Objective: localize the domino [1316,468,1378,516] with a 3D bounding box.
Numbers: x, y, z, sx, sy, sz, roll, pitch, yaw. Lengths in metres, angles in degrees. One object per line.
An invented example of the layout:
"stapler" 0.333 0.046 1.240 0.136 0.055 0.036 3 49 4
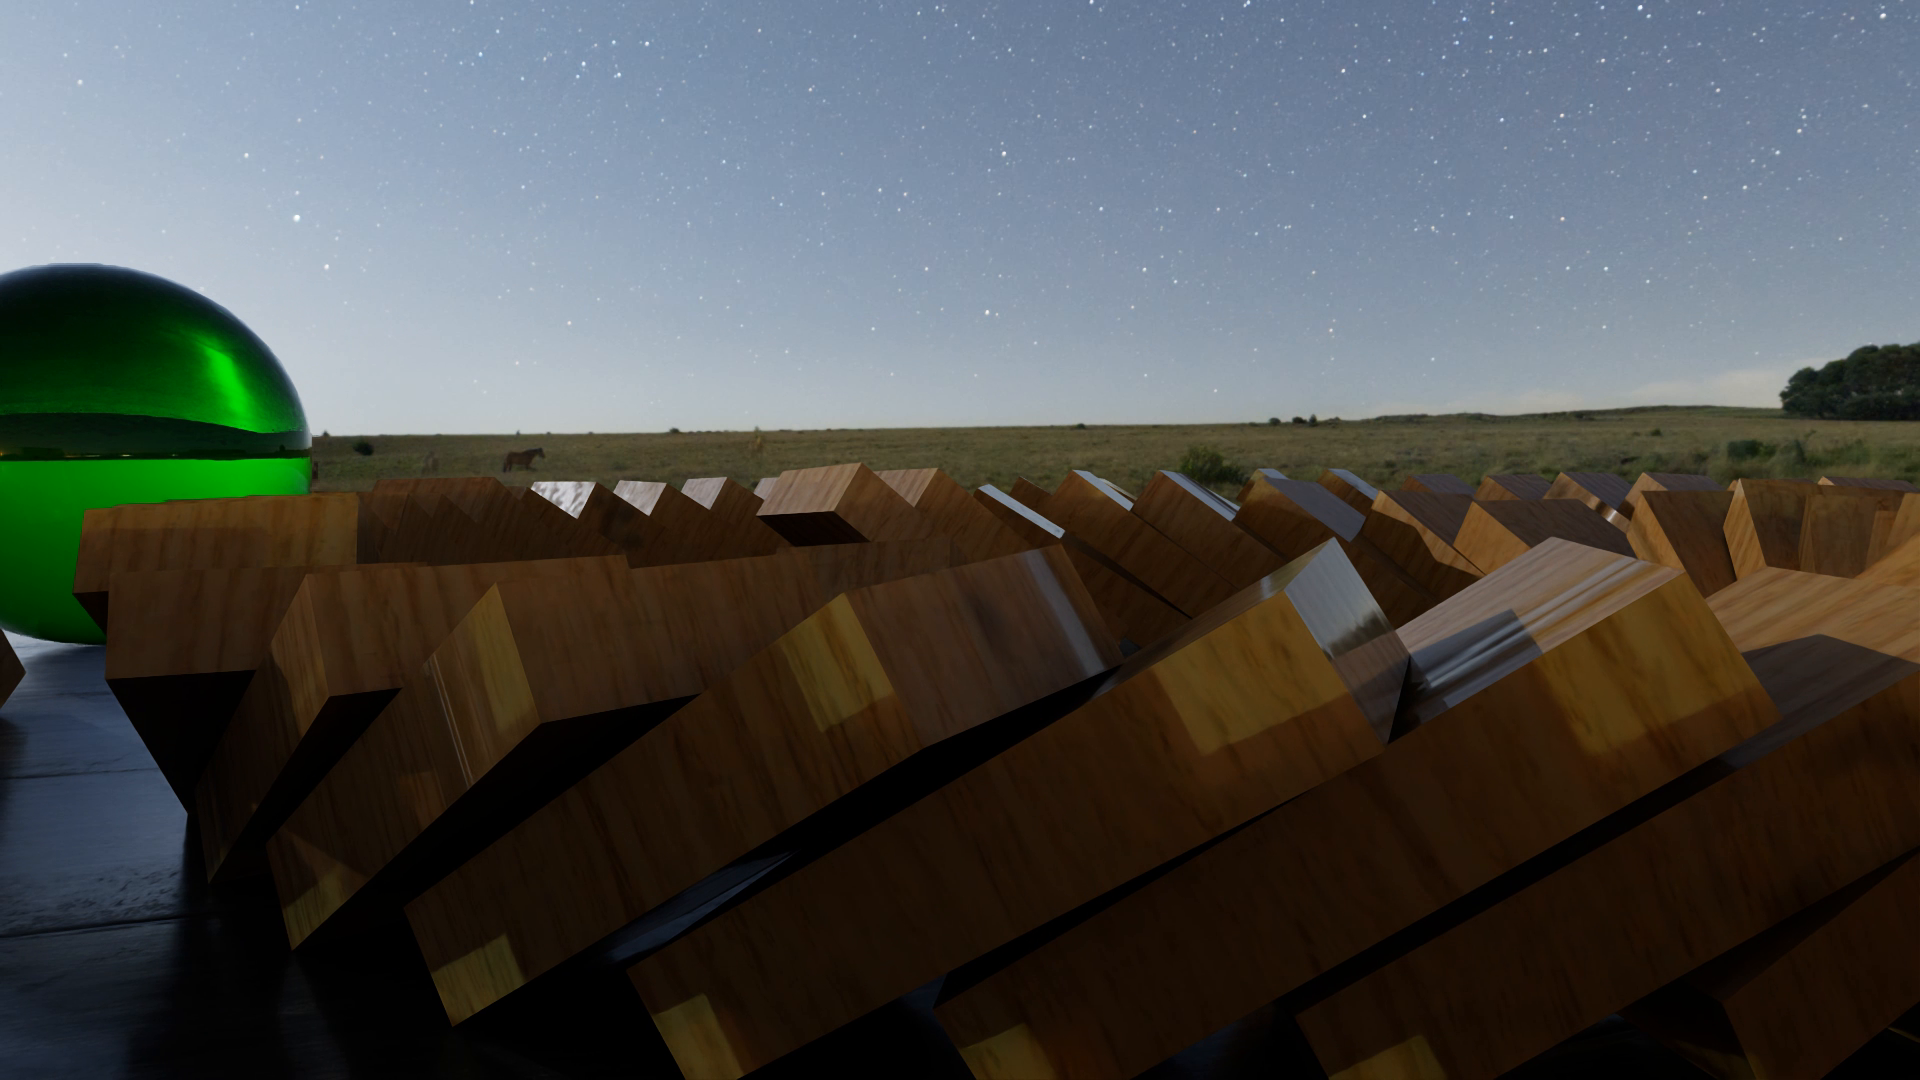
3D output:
"domino" 0.115 0.000 0.329 0.050 0.009 0.025 39 19 22

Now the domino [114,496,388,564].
"domino" -0.086 0.012 0.168 0.025 0.009 0.050 -3 -29 -6

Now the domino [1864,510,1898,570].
"domino" 0.109 0.015 0.135 0.025 0.009 0.050 4 37 40

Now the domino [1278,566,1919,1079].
"domino" 0.044 0.019 0.089 0.050 0.009 0.025 -30 4 1

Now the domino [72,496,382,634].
"domino" -0.079 0.013 0.150 0.025 0.009 0.050 -4 -29 -16

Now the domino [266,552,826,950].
"domino" -0.034 0.018 0.103 0.025 0.010 0.050 -6 -24 -47

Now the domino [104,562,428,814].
"domino" -0.069 0.017 0.134 0.025 0.009 0.050 -2 -23 -24

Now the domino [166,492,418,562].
"domino" -0.090 0.010 0.186 0.025 0.009 0.050 -2 -29 1

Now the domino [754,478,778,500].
"domino" -0.027 0.001 0.319 0.050 0.009 0.025 32 -14 -25

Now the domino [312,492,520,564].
"domino" -0.089 0.008 0.226 0.025 0.009 0.050 1 -28 16

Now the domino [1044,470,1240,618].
"domino" 0.042 0.004 0.258 0.050 0.009 0.025 37 10 10

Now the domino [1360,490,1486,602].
"domino" 0.100 0.008 0.237 0.025 0.010 0.050 1 32 -27

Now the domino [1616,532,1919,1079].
"domino" 0.067 0.018 0.096 0.050 0.009 0.025 -32 14 -8

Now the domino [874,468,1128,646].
"domino" 0.005 0.006 0.236 0.050 0.010 0.025 39 -18 -26

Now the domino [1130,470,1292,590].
"domino" 0.060 0.005 0.255 0.050 0.009 0.025 38 14 18

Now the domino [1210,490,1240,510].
"domino" 0.079 0.001 0.339 0.050 0.009 0.025 31 13 13

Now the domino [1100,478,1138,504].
"domino" 0.057 0.000 0.342 0.050 0.009 0.025 30 8 8

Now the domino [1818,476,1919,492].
"domino" 0.193 0.006 0.250 0.025 0.009 0.050 1 36 -20

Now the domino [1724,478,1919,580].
"domino" 0.124 0.011 0.176 0.025 0.009 0.050 6 39 16

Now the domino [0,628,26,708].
"domino" -0.163 0.005 0.188 0.025 0.050 0.009 0 39 -4

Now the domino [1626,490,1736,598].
"domino" 0.123 0.011 0.193 0.025 0.009 0.050 1 37 7

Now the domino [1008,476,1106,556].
"domino" 0.035 0.000 0.341 0.050 0.010 0.025 30 4 1

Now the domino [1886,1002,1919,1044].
"domino" 0.084 0.018 0.103 0.050 0.009 0.025 -33 14 -12

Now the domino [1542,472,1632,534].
"domino" 0.162 0.002 0.295 0.025 0.009 0.050 -1 37 -37

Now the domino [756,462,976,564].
"domino" -0.009 0.006 0.225 0.050 0.009 0.025 41 -24 -30

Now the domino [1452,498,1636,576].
"domino" 0.110 0.010 0.216 0.025 0.009 0.050 -2 33 -22

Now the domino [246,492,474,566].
"domino" -0.090 0.009 0.206 0.025 0.010 0.050 -1 -29 6

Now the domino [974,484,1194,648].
"domino" 0.023 0.006 0.257 0.050 0.009 0.025 32 7 3

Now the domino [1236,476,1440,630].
"domino" 0.081 0.006 0.251 0.025 0.009 0.050 1 34 -48

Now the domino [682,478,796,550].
"domino" -0.042 0.002 0.309 0.050 0.009 0.025 33 -16 -28

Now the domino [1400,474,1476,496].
"domino" 0.135 0.001 0.320 0.025 0.009 0.050 -4 38 -45

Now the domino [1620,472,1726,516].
"domino" 0.174 0.003 0.282 0.025 0.009 0.050 0 36 -30

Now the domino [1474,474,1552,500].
"domino" 0.150 0.002 0.308 0.025 0.009 0.050 -4 38 -39

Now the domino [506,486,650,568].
"domino" -0.079 0.005 0.265 0.025 0.010 0.050 4 -26 40

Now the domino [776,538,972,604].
"domino" -0.007 0.013 0.195 0.025 0.009 0.050 -4 -20 15

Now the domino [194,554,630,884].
"domino" -0.051 0.017 0.117 0.025 0.009 0.050 -4 -24 -41

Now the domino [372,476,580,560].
"domino" -0.086 0.006 0.243 0.025 0.009 0.050 0 -30 18

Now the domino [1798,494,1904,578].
"domino" 0.118 0.013 0.155 0.025 0.009 0.050 4 38 27

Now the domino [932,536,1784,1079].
"domino" 0.023 0.018 0.086 0.050 0.009 0.025 -33 -1 10

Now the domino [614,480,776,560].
"domino" -0.055 0.003 0.296 0.050 0.010 0.025 35 -18 -34

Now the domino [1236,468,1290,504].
"domino" 0.098 -0.001 0.335 0.050 0.009 0.025 37 16 18

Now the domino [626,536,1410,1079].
"domino" 0.004 0.018 0.086 0.050 0.010 0.025 -34 -7 22

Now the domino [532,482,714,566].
"domino" -0.069 0.004 0.280 0.025 0.009 0.050 2 -27 43

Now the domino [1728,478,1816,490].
"domino" 0.185 0.005 0.264 0.025 0.009 0.050 -2 37 -24

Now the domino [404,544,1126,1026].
"domino" -0.015 0.018 0.092 0.050 0.009 0.025 -35 -13 31

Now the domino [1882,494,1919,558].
"domino" 0.099 0.015 0.121 0.025 0.009 0.050 7 43 45

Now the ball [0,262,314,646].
"ball" -0.182 -0.018 0.272 0.080 0.080 0.080 0 4 0
